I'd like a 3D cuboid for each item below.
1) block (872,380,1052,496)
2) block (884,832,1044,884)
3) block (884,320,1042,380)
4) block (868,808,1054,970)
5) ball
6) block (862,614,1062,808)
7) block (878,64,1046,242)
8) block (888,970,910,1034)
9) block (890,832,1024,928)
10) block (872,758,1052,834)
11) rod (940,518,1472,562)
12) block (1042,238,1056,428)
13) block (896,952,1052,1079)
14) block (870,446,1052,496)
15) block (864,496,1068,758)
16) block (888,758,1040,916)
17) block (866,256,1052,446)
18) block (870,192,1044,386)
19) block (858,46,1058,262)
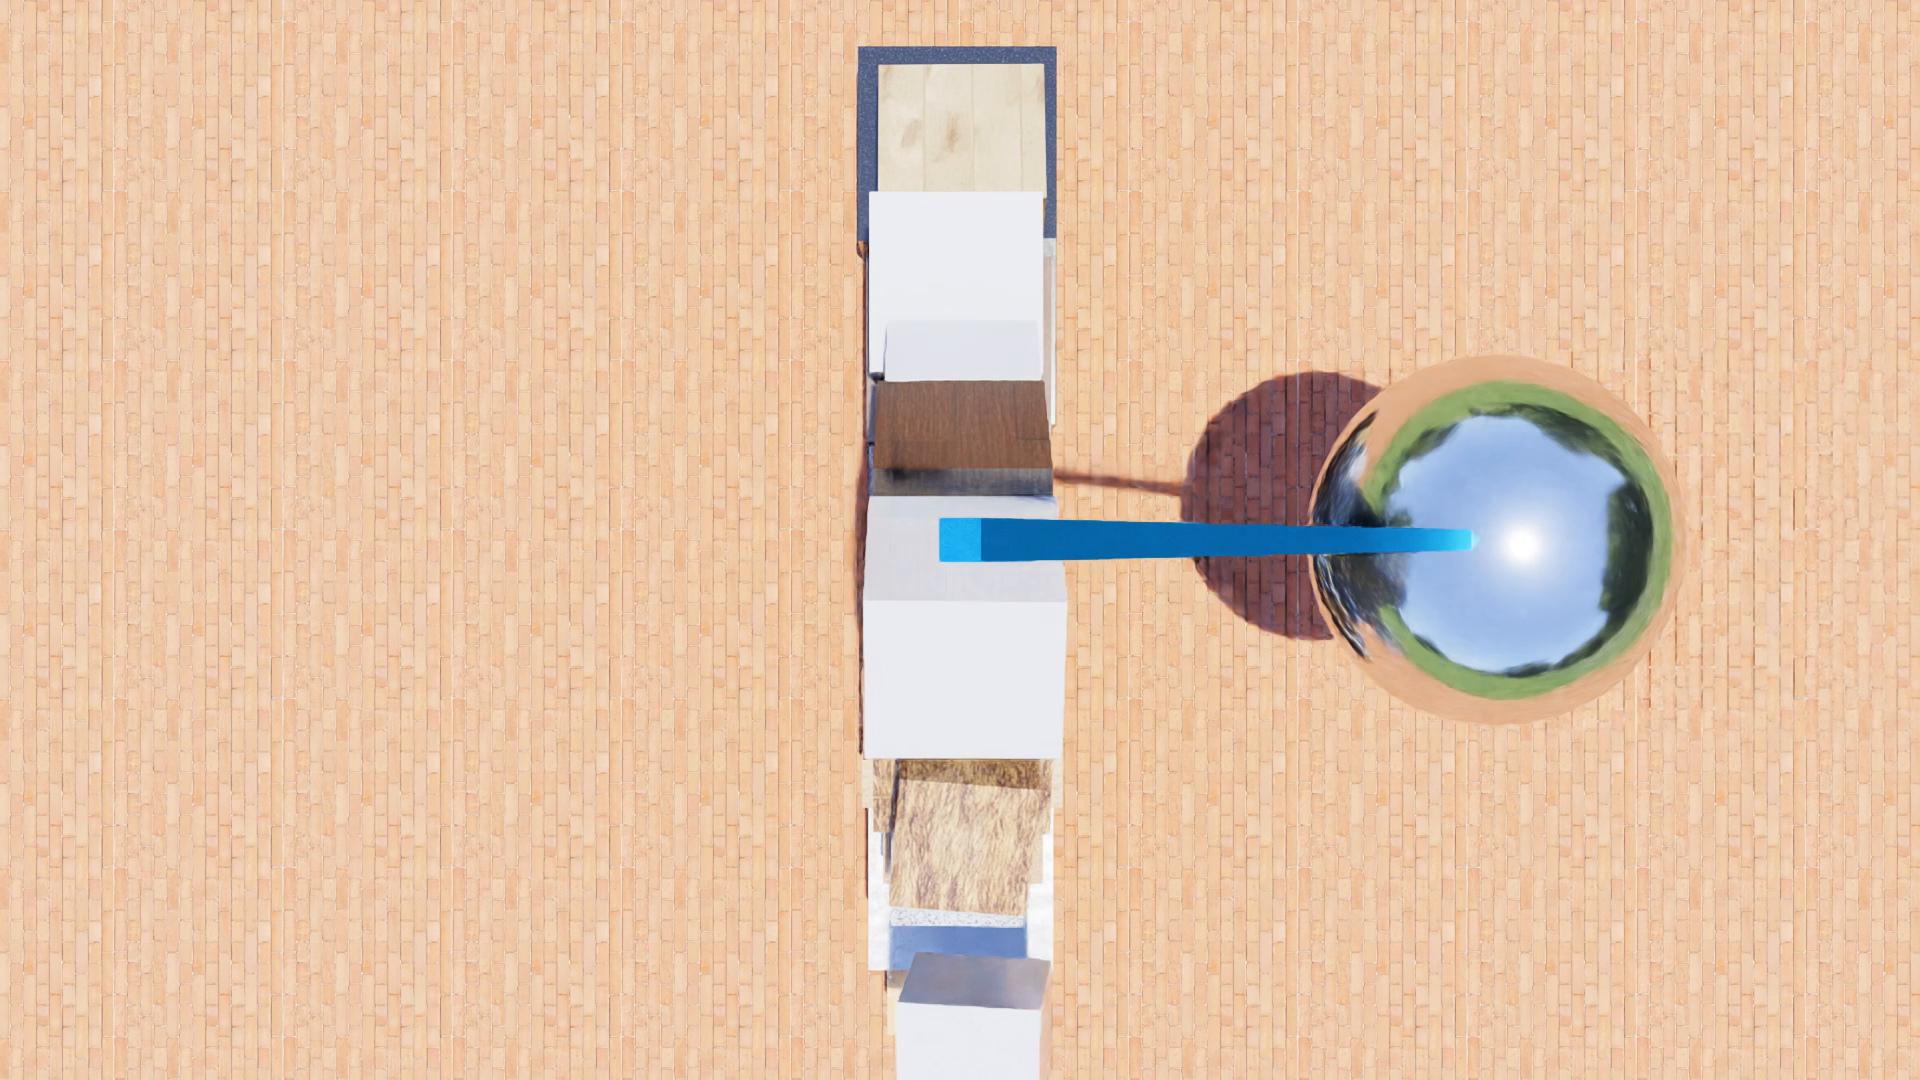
[{"bbox_3d":[0.007,-0.125,9.187,0.707,0.818,0.810,0,119,0],"label":"block"},{"bbox_3d":[0.015,1.240,10.888,0.768,0.692,0.800,0,92,0],"label":"block"},{"bbox_3d":[0.010,-0.485,9.834,0.671,0.645,0.794,0,120,0],"label":"block"},{"bbox_3d":[0.005,1.784,11.657,0.943,0.816,0.833,0,90,0],"label":"block"},{"bbox_3d":[2.295,0.000,9.468,1.600,1.600,1.600,0,90,0],"label":"ball"},{"bbox_3d":[0.012,0.866,11.726,1.024,0.996,0.984,0,91,0],"label":"block"},{"bbox_3d":[0.010,-1.988,11.618,0.855,0.742,0.762,0,73,0],"label":"block"},{"bbox_3d":[0.017,2.314,12.533,0.830,0.935,0.800,0,90,0],"label":"block"},{"bbox_3d":[-0.010,1.282,9.624,0.570,0.569,0.591,1,113,0],"label":"block"},{"bbox_3d":[0.011,0.735,9.275,0.730,0.782,0.688,1,114,0],"label":"block"},{"bbox_3d":[0.994,0.000,6.327,0.080,5.200,0.080,0,90,22],"label":"rod"},{"bbox_3d":[0.017,-1.128,12.449,1.012,1.101,1.007,0,90,0],"label":"block"},{"bbox_3d":[0.070,2.255,9.841,0.624,0.574,0.602,2,102,7],"label":"block"},{"bbox_3d":[0.002,-0.065,11.706,0.931,0.994,0.835,0,90,0],"label":"block"},{"bbox_3d":[0.012,0.329,8.512,0.743,0.787,0.701,0,120,-1],"label":"block"},{"bbox_3d":[0.015,1.069,8.684,0.536,0.568,0.569,5,114,-2],"label":"block"},{"bbox_3d":[-0.004,-0.956,11.458,0.927,0.881,0.925,0,90,0],"label":"block"},{"bbox_3d":[-0.017,-1.189,10.571,0.798,0.893,0.830,0,90,0],"label":"block"},{"bbox_3d":[-0.014,-2.178,12.542,1.094,0.916,1.072,0,90,0],"label":"block"}]
